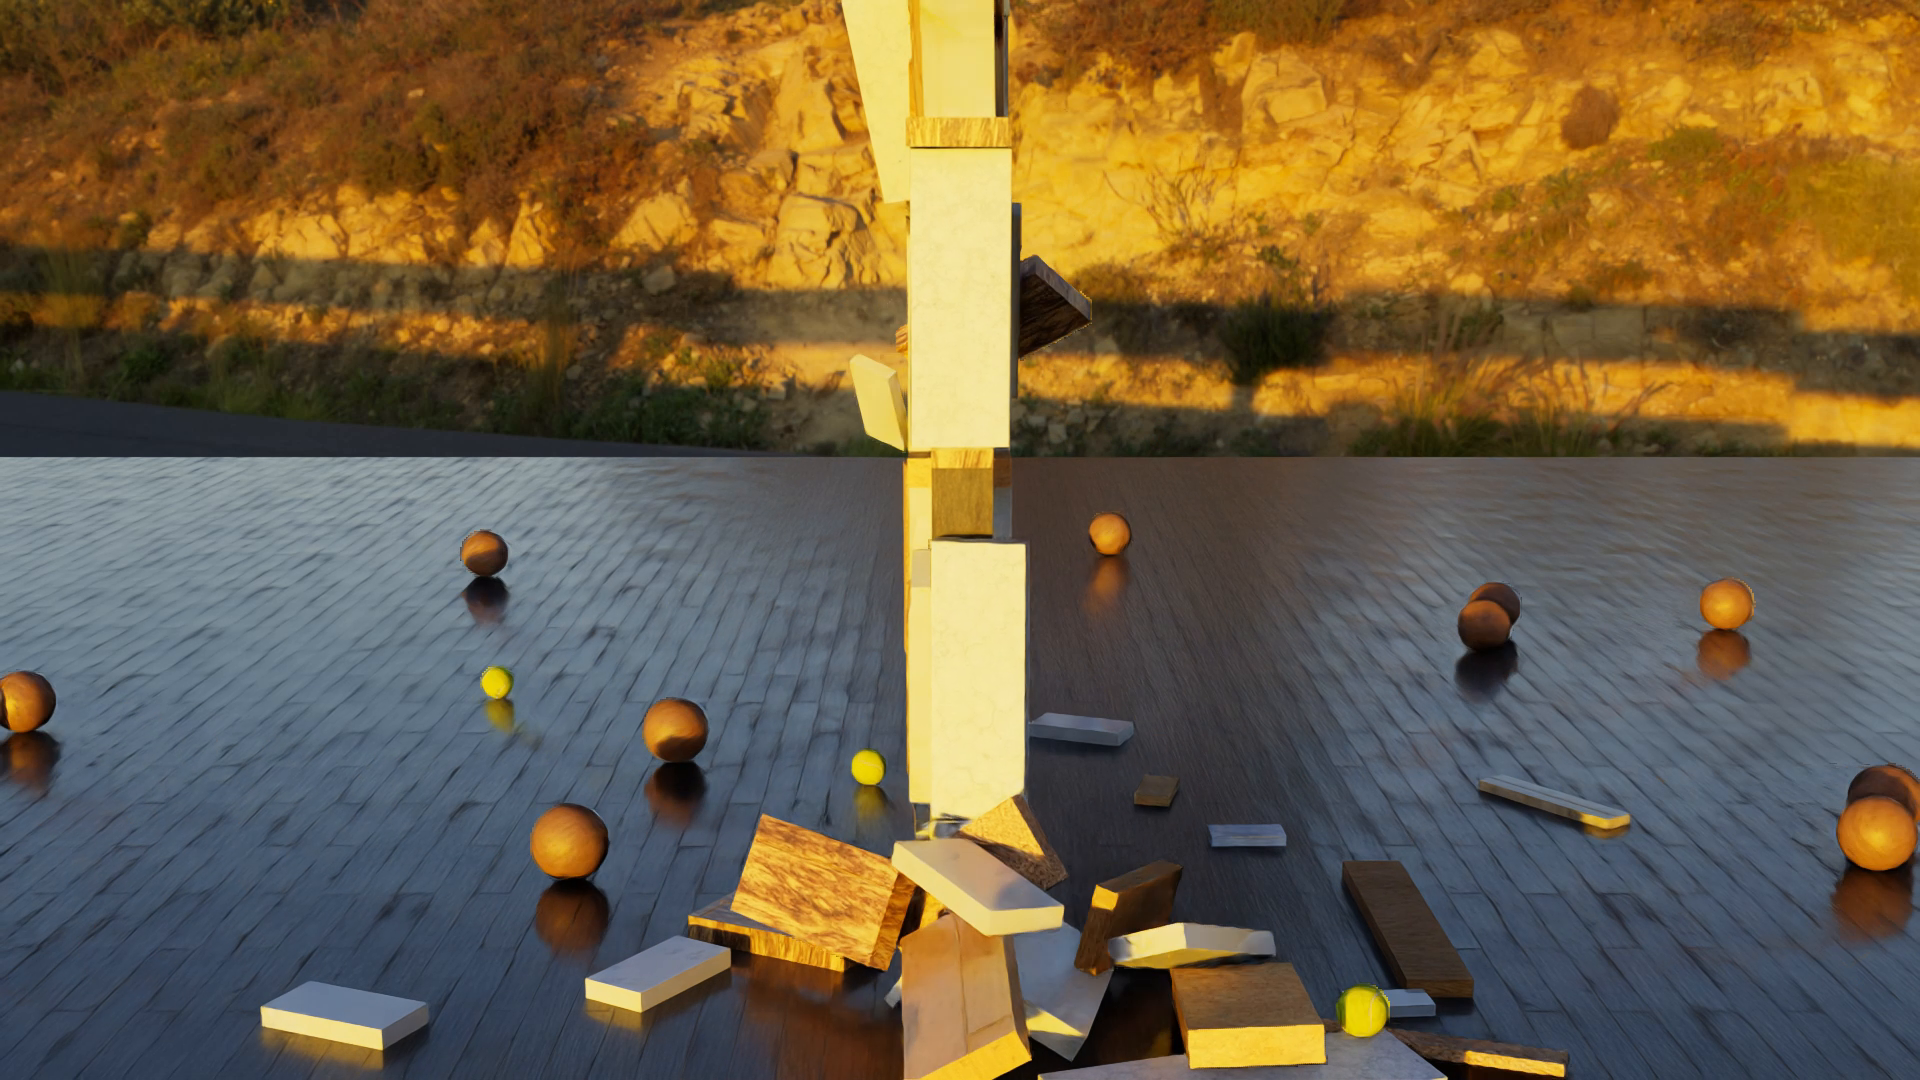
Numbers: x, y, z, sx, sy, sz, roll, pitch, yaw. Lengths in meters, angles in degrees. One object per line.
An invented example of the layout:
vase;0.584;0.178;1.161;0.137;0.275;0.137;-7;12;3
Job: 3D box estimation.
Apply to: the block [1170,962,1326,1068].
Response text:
block;0.388;0.647;3.015;0.175;0.049;0.349;-3;2;2

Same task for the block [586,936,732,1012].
block;-0.449;0.646;3.285;0.105;0.030;0.210;7;12;32

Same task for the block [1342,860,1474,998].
block;0.703;0.609;3.489;0.098;0.028;0.534;0;11;0

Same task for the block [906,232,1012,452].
block;-0.001;-0.327;3.625;0.169;0.360;0.048;0;17;0

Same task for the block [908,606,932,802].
block;-0.002;0.255;3.416;0.152;0.304;0.043;0;11;1

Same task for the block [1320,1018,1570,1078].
block;0.608;0.692;3.035;0.446;0.017;0.061;3;4;21

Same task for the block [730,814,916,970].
block;-0.207;0.528;3.318;0.310;0.155;0.044;12;-10;43

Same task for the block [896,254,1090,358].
block;0.060;-0.403;4.140;0.336;0.048;0.168;-25;-44;31

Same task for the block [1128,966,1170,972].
block;0.280;0.637;3.369;0.122;0.017;0.061;3;11;17

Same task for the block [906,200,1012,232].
block;0.000;-0.543;3.676;0.169;0.048;0.338;0;9;1

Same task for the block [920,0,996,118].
block;-0.002;-0.699;3.182;0.105;0.210;0.030;0;54;1

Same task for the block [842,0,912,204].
block;-0.081;-0.766;3.724;0.168;0.383;0.048;-7;32;8

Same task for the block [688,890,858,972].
block;-0.267;0.610;3.451;0.284;0.040;0.142;6;12;28

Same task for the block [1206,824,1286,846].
block;0.513;0.529;3.943;0.133;0.019;0.067;0;11;-1

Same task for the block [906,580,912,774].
block;-0.010;0.226;3.608;0.152;0.318;0.043;1;10;5

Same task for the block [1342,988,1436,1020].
block;0.620;0.671;3.184;0.122;0.017;0.061;-1;11;-6

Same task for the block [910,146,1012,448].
block;0.000;-0.359;3.273;0.147;0.443;0.042;0;15;-2

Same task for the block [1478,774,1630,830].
block;1.117;0.492;4.144;0.067;0.019;0.306;-7;13;-34

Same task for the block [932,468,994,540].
block;0.003;-0.023;3.335;0.093;0.185;0.026;0;11;0

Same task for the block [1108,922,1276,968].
block;0.336;0.587;3.165;0.126;0.036;0.253;-20;-23;33

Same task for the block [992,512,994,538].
block;0.005;-0.045;3.448;0.093;0.185;0.026;0;13;-2

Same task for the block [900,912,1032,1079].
block;0.001;0.608;2.946;0.155;0.044;0.474;-28;12;4

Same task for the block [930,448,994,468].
block;0.001;-0.138;3.371;0.093;0.026;0.185;0;11;-1

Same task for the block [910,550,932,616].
block;0.000;0.065;3.485;0.152;0.043;0.304;0;11;-1

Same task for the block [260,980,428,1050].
block;-0.875;0.675;3.129;0.210;0.030;0.105;5;11;23

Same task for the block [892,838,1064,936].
block;0.023;0.490;3.122;0.126;0.036;0.253;3;14;-34

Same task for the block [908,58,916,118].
block;-0.023;-0.691;3.708;0.121;0.242;0.034;0;35;1

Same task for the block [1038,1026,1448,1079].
block;0.365;0.717;2.848;0.499;0.049;0.175;-3;11;-18

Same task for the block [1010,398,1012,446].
block;0.006;-0.225;4.091;0.178;0.050;0.356;0;11;1

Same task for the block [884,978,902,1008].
block;-0.032;0.635;3.252;0.019;0.067;0.192;47;32;20

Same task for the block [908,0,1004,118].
block;-0.006;-0.772;3.149;0.134;0.038;0.461;0;-30;2

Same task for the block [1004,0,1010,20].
block;0.004;-0.842;3.478;0.142;0.040;0.284;0;10;0

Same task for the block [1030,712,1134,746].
block;0.256;0.398;4.627;0.196;0.028;0.098;4;11;23

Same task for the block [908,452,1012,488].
block;0.000;-0.140;3.741;0.169;0.048;0.337;0;11;0

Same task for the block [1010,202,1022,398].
block;0.048;-0.432;4.027;0.121;0.456;0.034;1;49;1

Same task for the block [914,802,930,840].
block;-0.005;0.398;3.881;0.150;0.300;0.042;0;10;0

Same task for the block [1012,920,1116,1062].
block;0.130;0.628;3.154;0.155;0.044;0.310;31;15;5

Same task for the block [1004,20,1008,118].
block;0.005;-0.571;3.474;0.142;0.489;0.040;0;13;1

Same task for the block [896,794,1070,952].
block;0.010;0.514;3.292;0.284;0.142;0.040;-35;-12;21

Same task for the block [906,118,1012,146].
block;0.001;-0.609;3.290;0.147;0.042;0.294;0;10;2

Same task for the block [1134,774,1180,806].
block;0.378;0.480;4.212;0.067;0.019;0.133;3;11;14

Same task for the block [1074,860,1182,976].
block;0.252;0.558;3.267;0.036;0.126;0.253;19;10;25

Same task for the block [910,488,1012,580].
block;0.001;0.158;3.684;0.169;0.516;0.048;0;11;0

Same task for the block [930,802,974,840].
block;0.003;0.422;3.423;0.097;0.028;0.194;0;11;0

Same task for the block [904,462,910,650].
block;-0.013;0.030;3.884;0.169;0.337;0.048;-1;11;-6

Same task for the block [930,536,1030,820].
block;0.031;0.211;3.310;0.142;0.427;0.040;2;10;11

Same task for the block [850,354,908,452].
block;-0.154;-0.268;4.299;0.098;0.196;0.028;26;57;30
